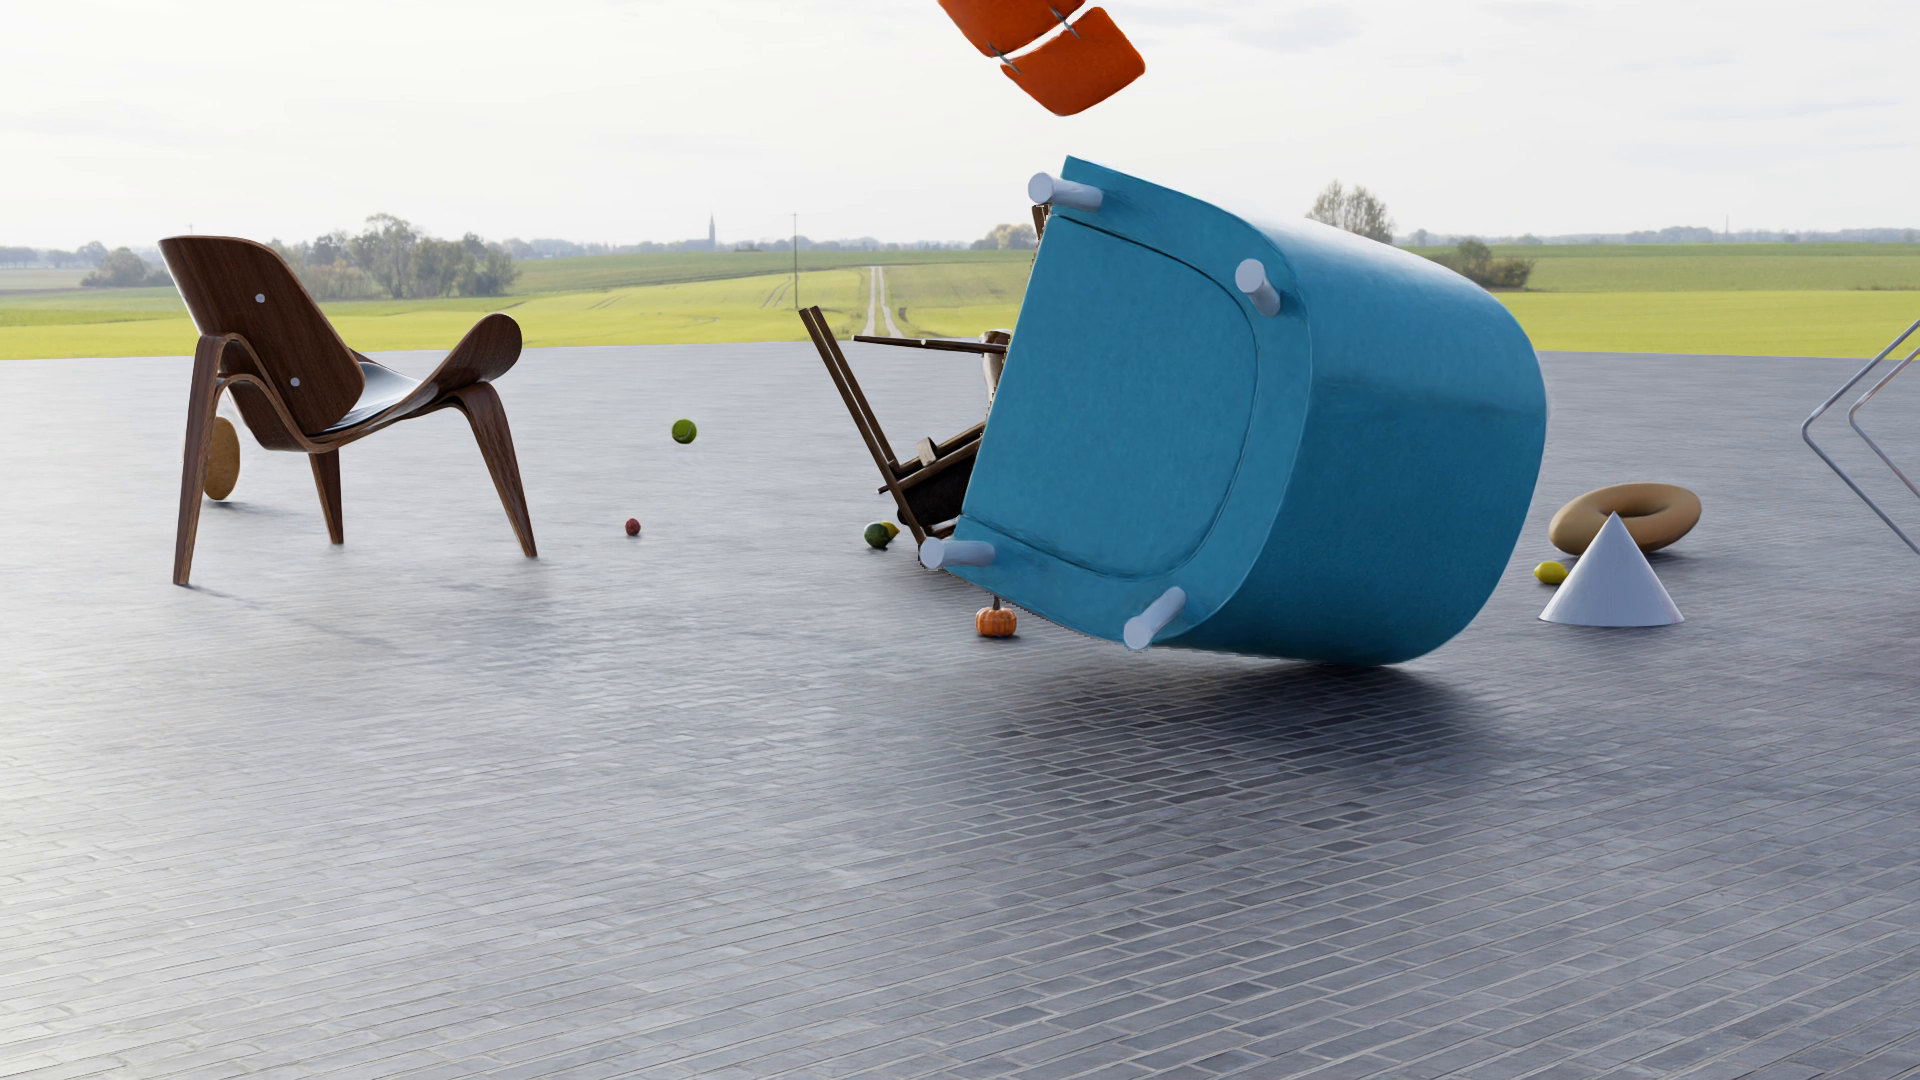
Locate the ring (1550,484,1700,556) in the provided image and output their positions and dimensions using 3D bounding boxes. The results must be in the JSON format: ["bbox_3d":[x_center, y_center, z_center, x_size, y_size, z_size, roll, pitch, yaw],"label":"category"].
[{"bbox_3d":[1.589,-0.048,6.117,0.483,0.108,0.184,-10,42,-32],"label":"ring"}]

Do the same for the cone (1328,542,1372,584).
[{"bbox_3d":[0.860,0.070,5.523,0.119,0.067,0.107,-35,-30,-3],"label":"cone"}]

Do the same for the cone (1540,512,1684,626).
[{"bbox_3d":[1.258,0.046,4.943,0.280,0.209,0.239,-1,6,-11],"label":"cone"}]

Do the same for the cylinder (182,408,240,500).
[{"bbox_3d":[-2.203,-0.253,7.549,0.128,0.252,0.144,-4,15,-33],"label":"cylinder"}]
